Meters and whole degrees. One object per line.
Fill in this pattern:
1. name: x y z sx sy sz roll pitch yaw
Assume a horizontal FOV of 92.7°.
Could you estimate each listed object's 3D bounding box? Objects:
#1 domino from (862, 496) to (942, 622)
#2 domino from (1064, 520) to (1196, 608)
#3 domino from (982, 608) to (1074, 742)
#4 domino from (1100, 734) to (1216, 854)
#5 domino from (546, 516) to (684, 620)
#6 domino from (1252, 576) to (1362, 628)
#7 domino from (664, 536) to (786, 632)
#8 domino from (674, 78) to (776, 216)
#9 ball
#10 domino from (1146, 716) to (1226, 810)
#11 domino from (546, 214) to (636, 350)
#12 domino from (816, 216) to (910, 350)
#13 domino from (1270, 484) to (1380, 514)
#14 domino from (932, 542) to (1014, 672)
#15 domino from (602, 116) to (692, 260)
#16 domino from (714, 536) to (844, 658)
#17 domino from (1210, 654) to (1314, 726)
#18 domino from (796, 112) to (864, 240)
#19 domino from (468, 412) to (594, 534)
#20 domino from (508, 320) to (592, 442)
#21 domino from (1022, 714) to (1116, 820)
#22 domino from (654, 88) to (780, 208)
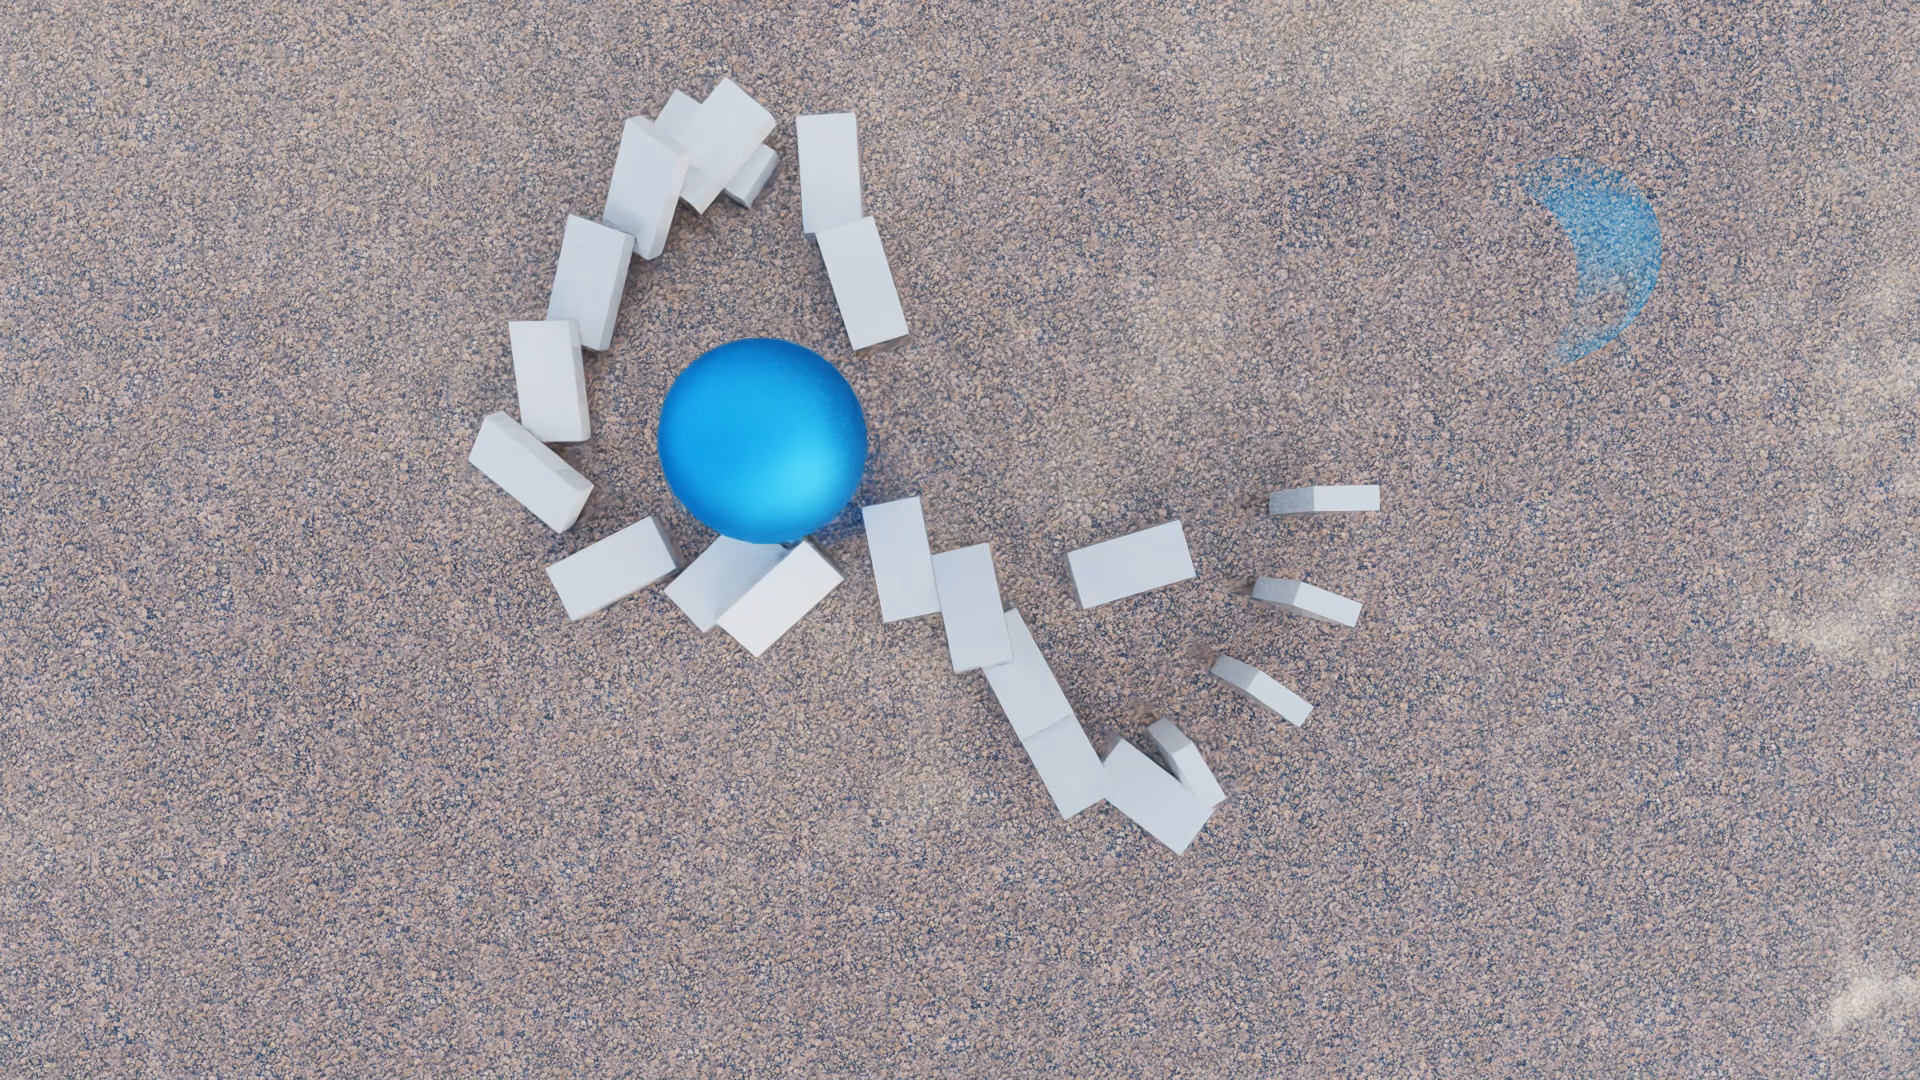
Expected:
1. domino: -0.025 0.008 0.395 0.025 0.009 0.050 -11 90 0
2. domino: 0.073 0.010 0.395 0.050 0.009 0.025 -16 90 0
3. domino: 0.025 0.057 0.389 0.025 0.009 0.050 -29 75 0
4. domino: 0.081 0.109 0.395 0.050 0.010 0.025 37 90 0
5. domino: -0.149 0.012 0.395 0.050 0.010 0.025 -27 90 0
6. domino: 0.140 0.025 0.375 0.025 0.050 0.010 20 90 0
7. domino: -0.100 0.013 0.395 0.050 0.009 0.025 -44 90 0
8. domino: -0.104 -0.166 0.386 0.025 0.010 0.050 40 90 0
9. ball: -0.076 -0.038 0.360 0.080 0.080 0.080 0 90 0
10. domino: 0.092 0.090 0.375 0.010 0.050 0.025 -31 90 1
11. domino: -0.158 -0.109 0.390 0.025 0.010 0.050 19 104 0
12. domino: -0.041 -0.109 0.390 0.025 0.009 0.050 -17 102 0
13. domino: 0.148 -0.016 0.375 0.025 0.050 0.010 -1 90 0
14. domino: 0.005 0.029 0.388 0.025 0.009 0.050 -13 76 4
15. domino: -0.131 -0.145 0.381 0.025 0.009 0.050 36 129 0
16. domino: -0.077 0.024 0.390 0.050 0.010 0.025 -42 117 0
17. domino: 0.122 0.061 0.375 0.025 0.050 0.010 35 90 0
18. domino: -0.056 -0.157 0.395 0.025 0.010 0.050 -4 90 0
19. domino: -0.183 -0.029 0.390 0.050 0.009 0.025 39 119 0
20. domino: -0.174 -0.067 0.390 0.025 0.010 0.050 -1 103 0
21. domino: 0.043 0.090 0.389 0.025 0.010 0.050 -29 76 0
22. domino: -0.107 -0.169 0.395 0.050 0.009 0.025 32 90 0
